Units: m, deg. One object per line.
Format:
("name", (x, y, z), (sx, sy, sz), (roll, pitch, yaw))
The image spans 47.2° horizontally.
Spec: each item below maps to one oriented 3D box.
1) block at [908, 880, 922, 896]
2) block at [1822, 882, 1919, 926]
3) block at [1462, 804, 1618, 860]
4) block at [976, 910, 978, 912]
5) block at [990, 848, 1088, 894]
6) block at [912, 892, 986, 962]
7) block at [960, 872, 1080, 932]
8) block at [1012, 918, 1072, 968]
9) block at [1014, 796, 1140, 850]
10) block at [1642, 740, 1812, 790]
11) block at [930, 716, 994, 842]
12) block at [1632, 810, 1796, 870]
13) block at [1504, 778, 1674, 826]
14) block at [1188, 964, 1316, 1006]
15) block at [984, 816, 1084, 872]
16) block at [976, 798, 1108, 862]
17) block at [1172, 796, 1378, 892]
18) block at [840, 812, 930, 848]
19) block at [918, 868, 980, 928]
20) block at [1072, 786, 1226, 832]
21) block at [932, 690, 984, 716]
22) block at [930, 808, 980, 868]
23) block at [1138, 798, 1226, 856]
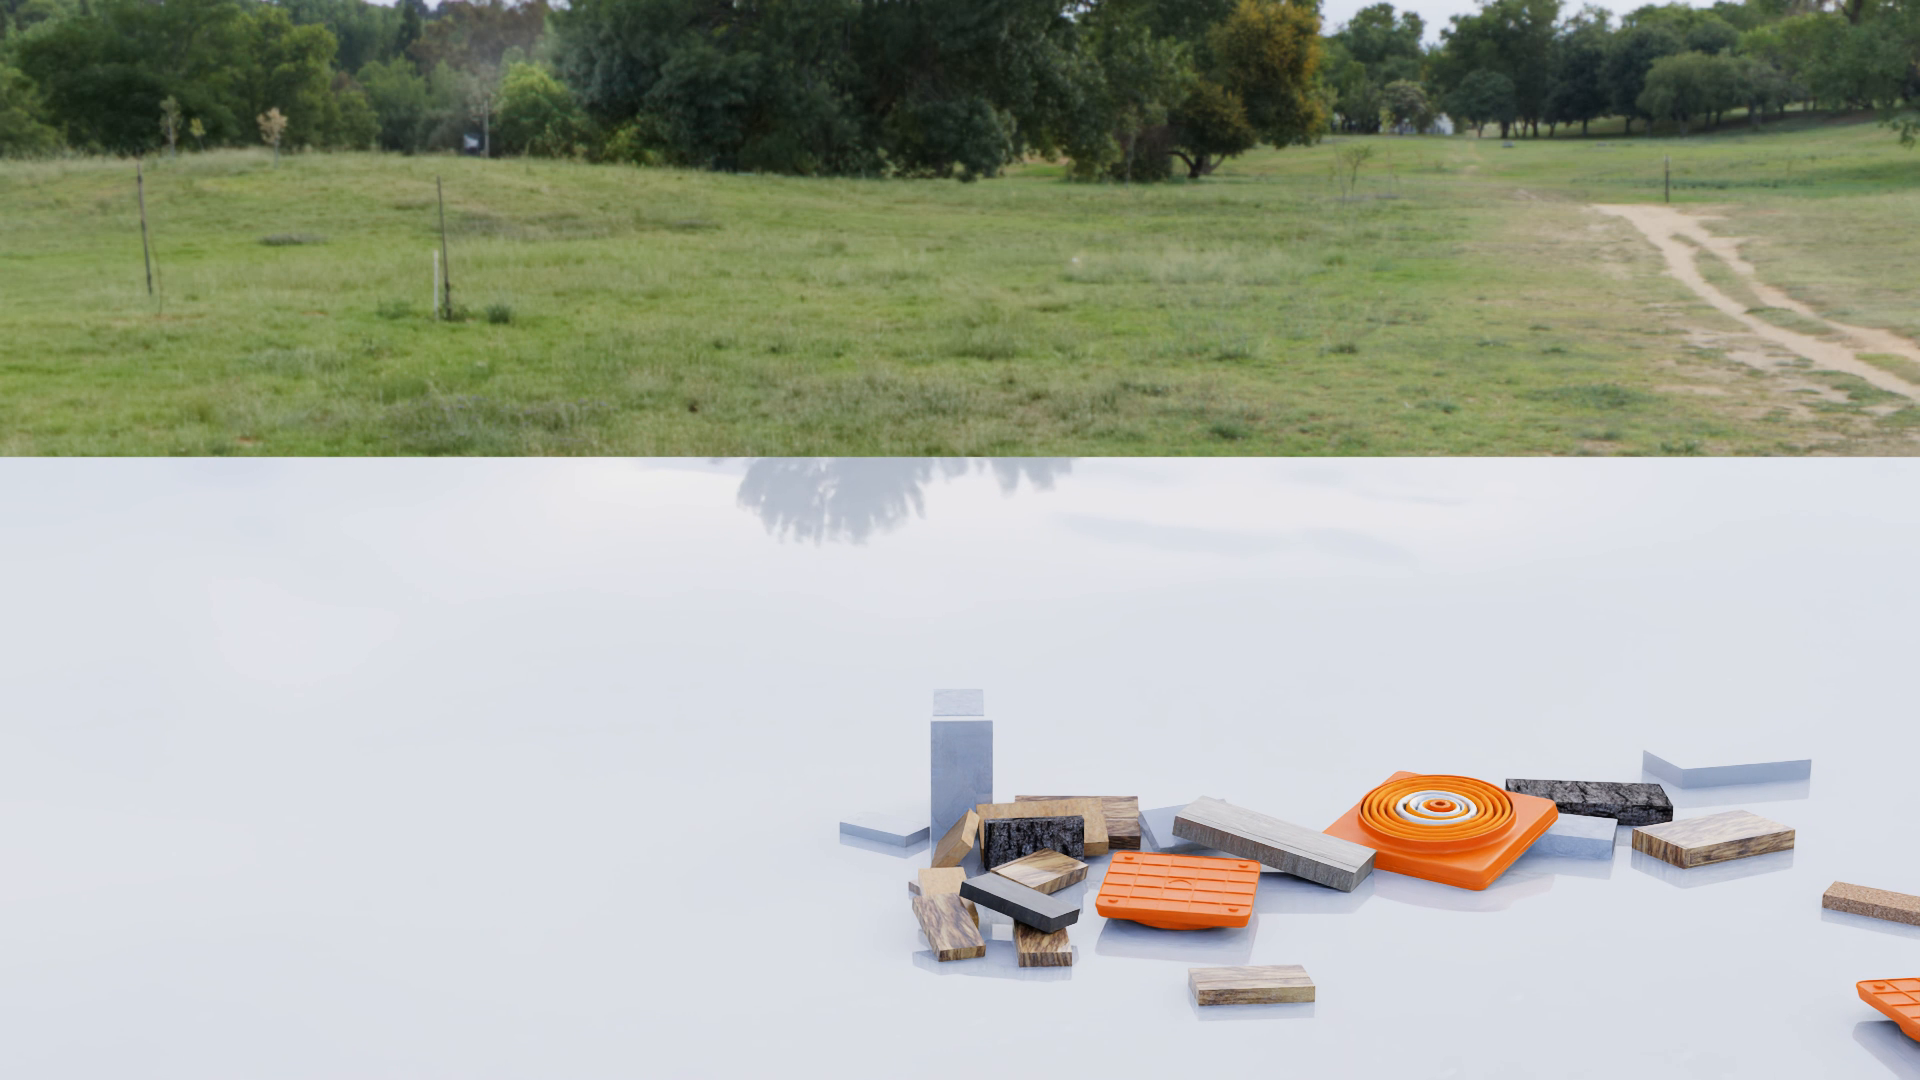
("block", (-0.033, 0.585, 3.654), (0.055, 0.016, 0.111), (-7, 13, -33))
("block", (1.501, 0.593, 3.588), (0.161, 0.023, 0.081), (7, 13, 35))
("block", (1.038, 0.522, 3.935), (0.256, 0.036, 0.128), (4, 11, 20))
("block", (-0.012, 0.587, 3.576), (0.055, 0.016, 0.111), (-3, 23, -16))
("block", (0.133, 0.561, 3.695), (0.086, 0.024, 0.172), (19, 16, 33))
("block", (-0.018, 0.604, 3.437), (0.074, 0.021, 0.148), (-3, 25, -18))
("block", (0.094, 0.574, 3.487), (0.172, 0.024, 0.086), (17, 12, 31))
("block", (0.127, 0.624, 3.425), (0.081, 0.023, 0.161), (0, 11, -2))
("block", (0.209, 0.505, 3.934), (0.222, 0.031, 0.111), (0, 32, 1))
("block", (1.515, 0.443, 4.349), (0.284, 0.040, 0.142), (-3, 11, -14))
("block", (0.003, 0.427, 3.938), (0.111, 0.222, 0.031), (0, 11, -2))
("block", (1.335, 0.529, 3.897), (0.257, 0.036, 0.128), (-5, 12, -25))
("block", (1.170, 0.489, 4.101), (0.284, 0.040, 0.142), (1, 11, 7))
("block", (0.429, 0.656, 3.245), (0.172, 0.024, 0.086), (-1, 11, -5))
("block", (0.128, 0.523, 3.795), (0.171, 0.085, 0.024), (-1, 11, -7))
("block", (0.144, 0.509, 3.870), (0.222, 0.031, 0.111), (-3, 37, -3))
("block", (0.541, 0.521, 3.791), (0.325, 0.036, 0.128), (15, 17, 25))
("block", (-0.136, 0.523, 3.973), (0.149, 0.021, 0.074), (7, 13, 35))
("block", (-0.020, 0.578, 3.546), (0.074, 0.021, 0.148), (-1, 25, -11))
("block", (0.346, 0.498, 4.055), (0.283, 0.040, 0.142), (1, 11, 6))
("block", (-0.003, 0.312, 4.072), (0.093, 0.026, 0.186), (0, 11, 0))
("block", (-0.009, 0.526, 3.792), (0.024, 0.085, 0.171), (41, 11, -3))
("block", (0.410, 0.510, 3.908), (0.171, 0.024, 0.085), (-5, 45, -23))
